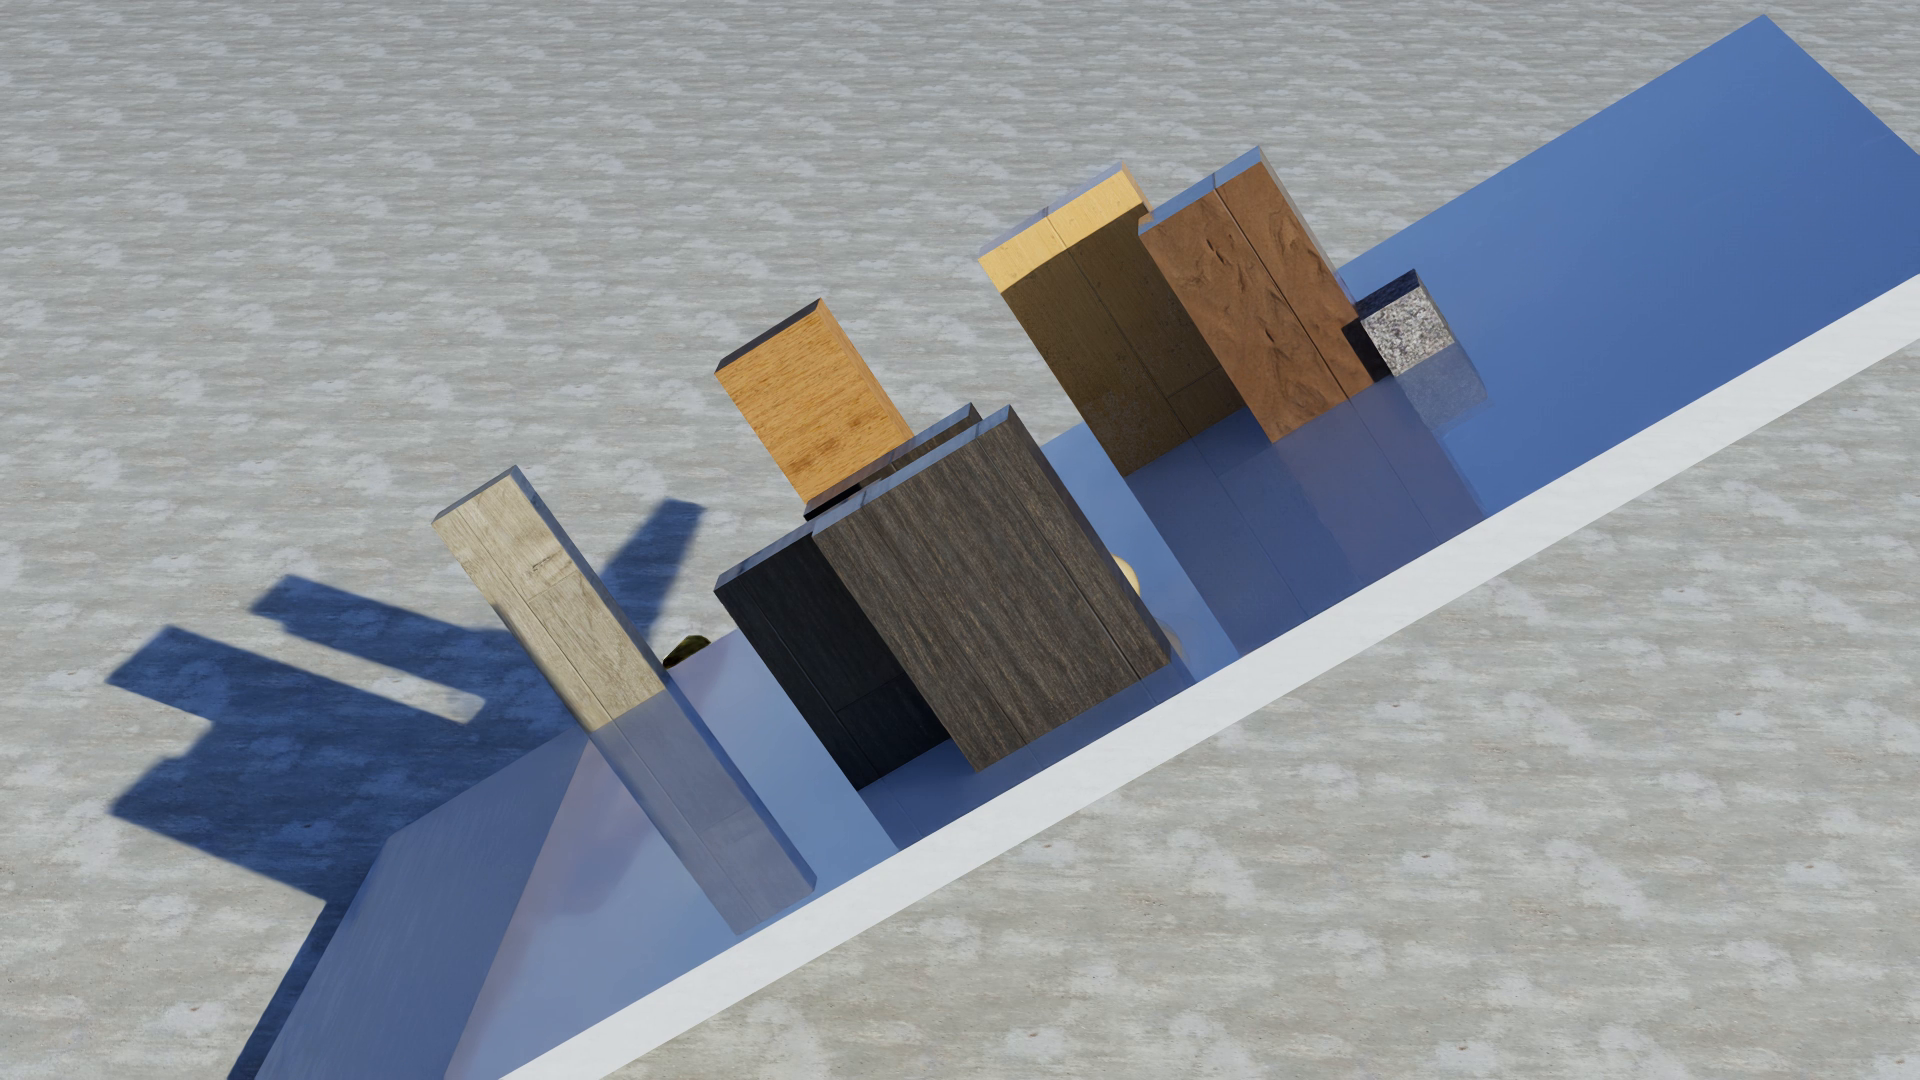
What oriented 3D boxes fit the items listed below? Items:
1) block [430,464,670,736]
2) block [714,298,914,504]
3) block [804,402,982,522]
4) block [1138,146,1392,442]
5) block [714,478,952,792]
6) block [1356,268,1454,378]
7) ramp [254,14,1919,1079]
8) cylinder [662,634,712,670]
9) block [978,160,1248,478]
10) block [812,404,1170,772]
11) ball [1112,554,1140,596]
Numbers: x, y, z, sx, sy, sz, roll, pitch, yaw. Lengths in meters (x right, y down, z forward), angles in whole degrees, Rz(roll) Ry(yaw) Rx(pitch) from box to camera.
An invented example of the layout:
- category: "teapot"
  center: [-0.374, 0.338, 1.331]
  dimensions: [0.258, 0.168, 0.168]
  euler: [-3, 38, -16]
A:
- category: "block"
  center: [-1.016, 0.152, 7.320]
  dimensions: [0.242, 0.664, 0.084]
  euler: [-31, 15, 14]
- category: "block"
  center: [-0.230, -0.169, 6.561]
  dimensions: [0.271, 0.707, 0.106]
  euler: [-31, 15, 14]
- category: "block"
  center: [-0.007, 0.040, 5.847]
  dimensions: [0.389, 0.500, 0.089]
  euler: [-31, 15, 14]
- category: "block"
  center: [0.636, -0.510, 6.129]
  dimensions: [0.293, 0.528, 0.145]
  euler: [-31, 15, 14]
- category: "block"
  center: [-0.178, 0.188, 5.750]
  dimensions: [0.384, 0.501, 0.087]
  euler: [-31, 15, 14]
- category: "block"
  center: [0.921, -0.451, 6.091]
  dimensions: [0.141, 0.141, 0.141]
  euler: [-31, 15, 14]
- category: "ramp"
  center: [0.139, 0.171, 6.295]
  dimensions: [4.000, 0.100, 2.000]
  euler: [-31, 15, 14]
- category: "cylinder"
  center: [-0.709, 0.323, 7.712]
  dimensions: [0.109, 0.109, 0.109]
  euler: [9, 33, 24]
- category: "block"
  center: [0.359, -0.484, 6.502]
  dimensions: [0.371, 0.596, 0.098]
  euler: [-31, 15, 14]
- category: "block"
  center: [0.061, 0.094, 5.430]
  dimensions: [0.427, 0.554, 0.092]
  euler: [-31, 15, 14]
- category: "ball"
  center: [0.273, 0.101, 5.729]
  dimensions: [0.157, 0.157, 0.157]
  euler: [0, 20, 0]
